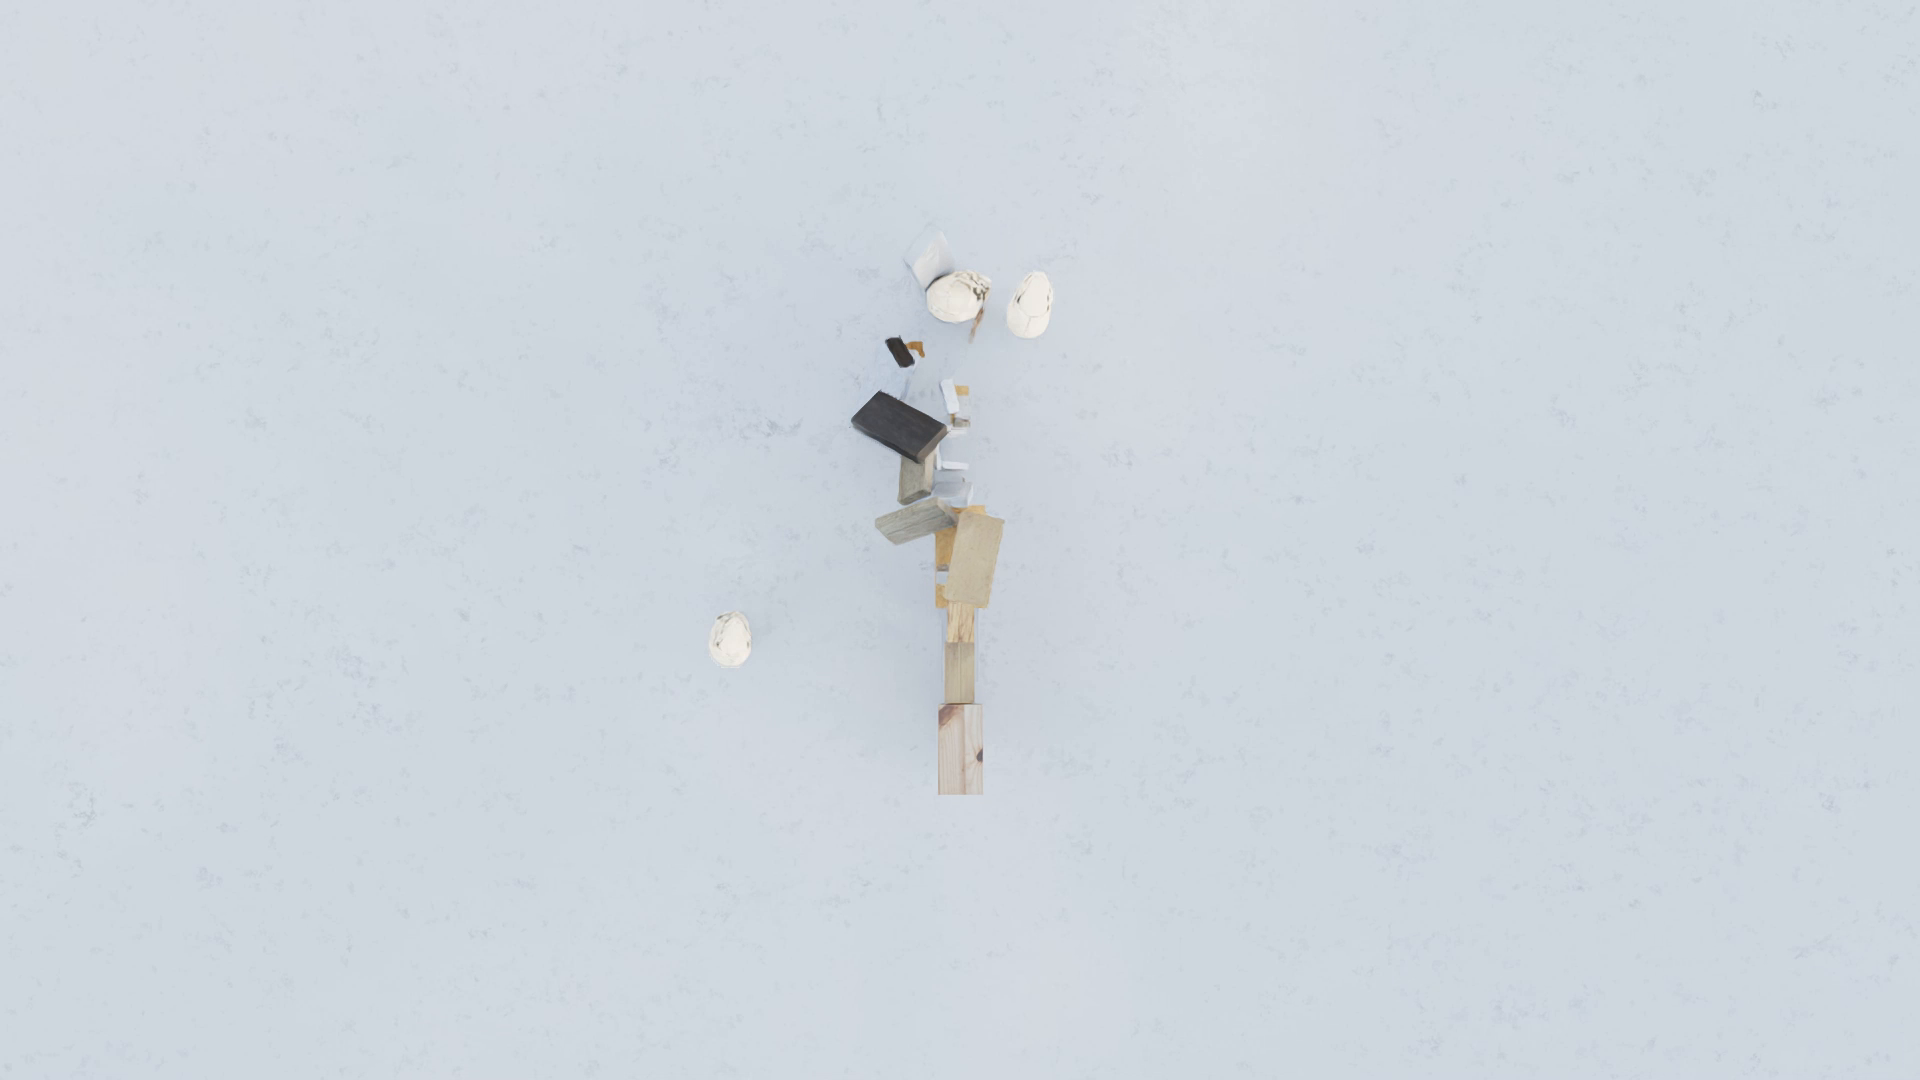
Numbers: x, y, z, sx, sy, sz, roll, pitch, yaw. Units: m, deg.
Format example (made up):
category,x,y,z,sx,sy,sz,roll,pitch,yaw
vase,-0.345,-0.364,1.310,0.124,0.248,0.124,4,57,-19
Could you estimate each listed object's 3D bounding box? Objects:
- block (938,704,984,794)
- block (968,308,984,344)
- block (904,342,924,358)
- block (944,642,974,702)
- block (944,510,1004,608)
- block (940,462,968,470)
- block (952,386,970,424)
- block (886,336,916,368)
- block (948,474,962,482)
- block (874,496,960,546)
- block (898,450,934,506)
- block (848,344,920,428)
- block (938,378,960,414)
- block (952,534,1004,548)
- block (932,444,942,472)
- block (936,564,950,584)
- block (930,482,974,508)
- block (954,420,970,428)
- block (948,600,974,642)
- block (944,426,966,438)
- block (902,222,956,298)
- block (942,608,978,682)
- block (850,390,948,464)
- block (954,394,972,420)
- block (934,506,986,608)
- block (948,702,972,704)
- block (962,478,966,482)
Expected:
category,x,y,z,sx,sy,sz,roll,pitch,yaw
block,0.002,0.637,5.027,0.137,0.039,0.274,0,90,0
block,0.055,-0.705,5.426,0.015,0.054,0.109,17,56,7
block,-0.176,-0.629,5.492,0.109,0.015,0.054,-7,90,0
block,-0.001,0.404,5.034,0.092,0.026,0.184,0,90,0
block,0.041,0.055,4.853,0.131,0.037,0.263,11,90,0
block,-0.048,-0.242,5.410,0.081,0.161,0.023,-1,89,30
block,0.001,-0.440,5.373,0.059,0.017,0.119,0,90,0
block,-0.192,-0.602,5.291,0.054,0.015,0.109,-16,66,-35
block,-0.016,-0.166,5.395,0.048,0.014,0.096,0,91,4
block,-0.134,-0.058,5.100,0.237,0.118,0.034,-19,48,29
block,-0.139,-0.234,5.253,0.034,0.118,0.237,30,49,-36
block,-0.247,-0.496,5.419,0.145,0.041,0.291,13,77,24
block,-0.036,-0.455,5.224,0.015,0.054,0.107,-8,99,44
block,0.051,0.002,5.004,0.037,0.263,0.131,44,90,-12
block,-0.107,-0.301,5.333,0.081,0.023,0.161,-9,86,36
block,-0.003,0.103,5.004,0.131,0.263,0.037,0,94,0
block,-0.025,-0.144,5.233,0.118,0.311,0.034,-1,101,4
block,0.005,-0.379,5.310,0.054,0.107,0.015,-2,102,0
block,0.003,0.225,4.961,0.082,0.023,0.164,0,90,0
block,-0.058,-0.355,5.410,0.081,0.161,0.023,-9,85,35
block,-0.095,-0.894,5.292,0.041,0.415,0.145,38,90,8
block,0.000,0.333,5.247,0.118,0.033,0.236,0,90,0
block,-0.194,-0.363,5.271,0.291,0.041,0.145,30,68,31
block,0.006,-0.426,5.320,0.054,0.107,0.015,-7,133,0
block,0.002,0.052,5.159,0.159,0.045,0.319,0,90,0
block,0.000,0.535,5.331,0.079,0.022,0.158,0,90,0
block,-0.008,-0.195,5.450,0.048,0.096,0.014,0,88,5
